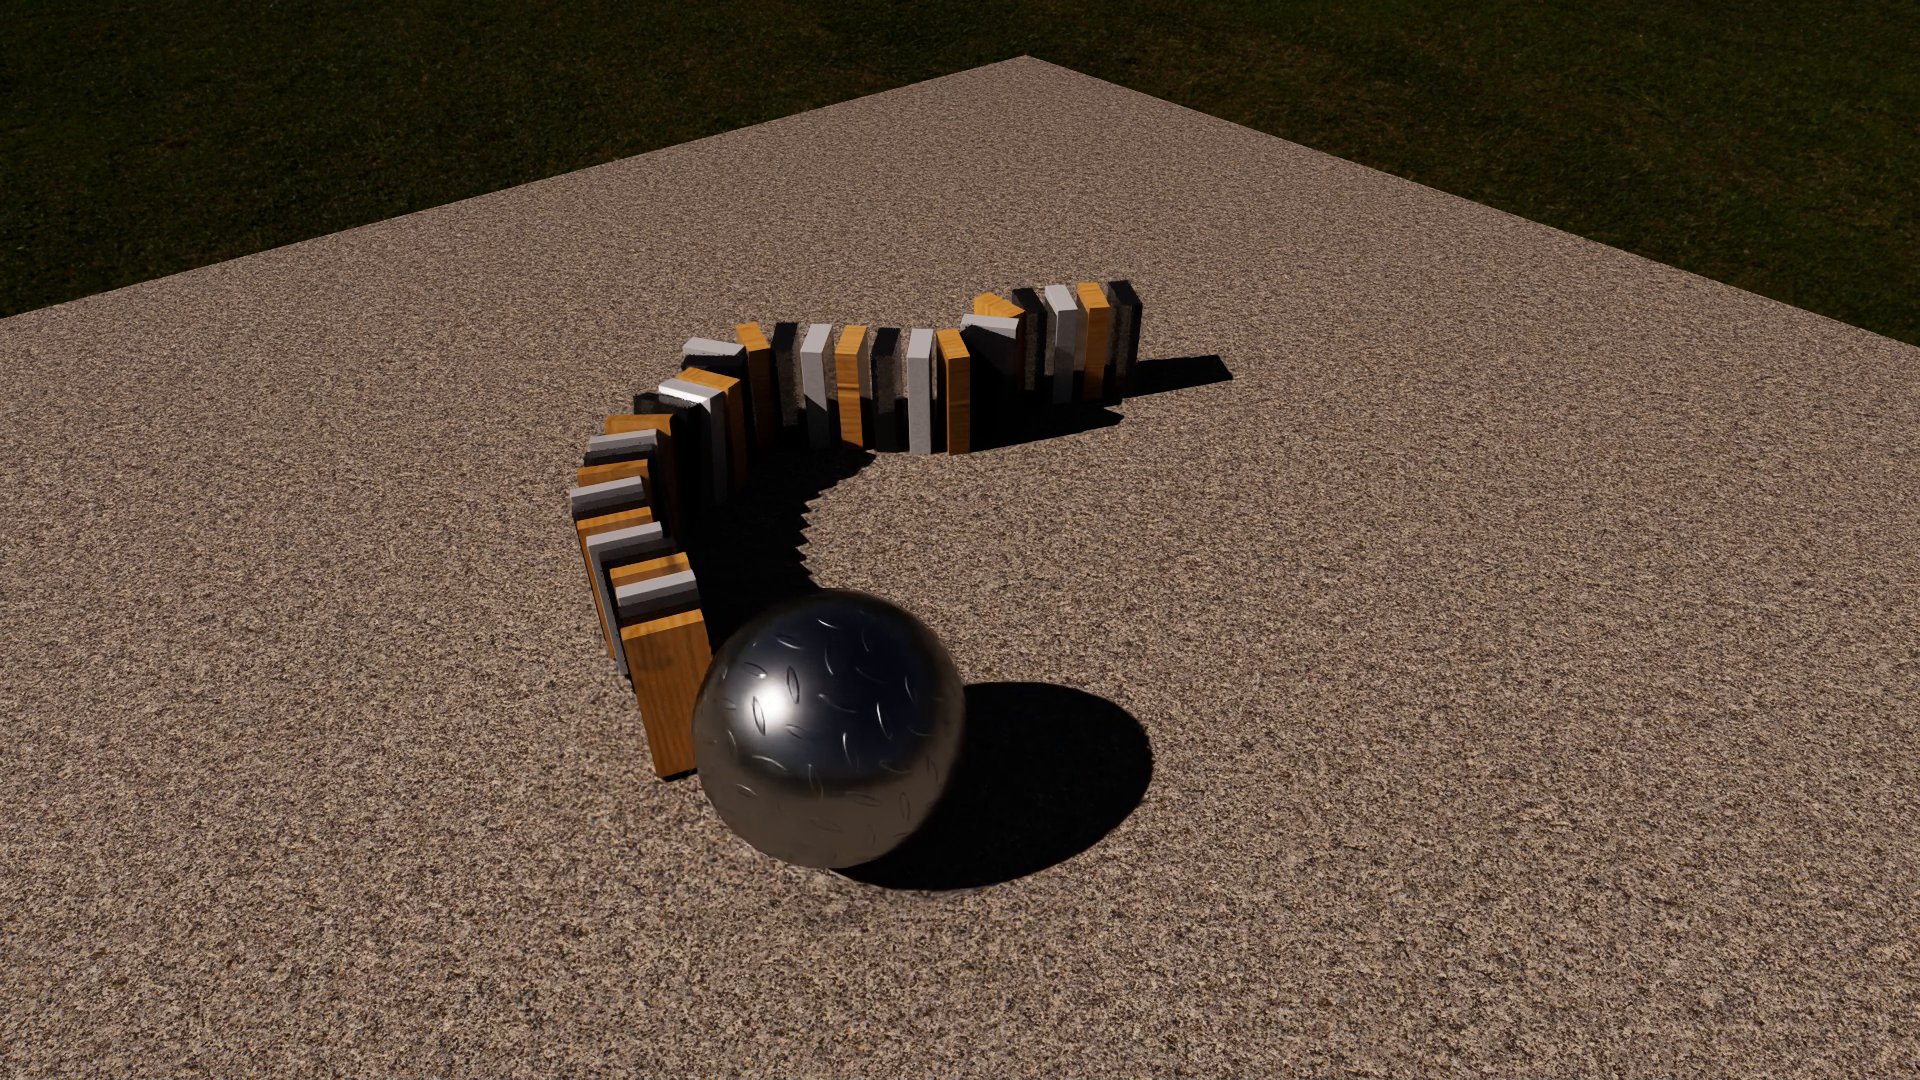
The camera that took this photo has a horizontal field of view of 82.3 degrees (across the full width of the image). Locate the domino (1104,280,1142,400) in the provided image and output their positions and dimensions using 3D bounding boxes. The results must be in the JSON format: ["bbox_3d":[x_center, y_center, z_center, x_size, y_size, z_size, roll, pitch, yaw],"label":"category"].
[{"bbox_3d":[0.077,-0.096,0.529,0.009,0.050,0.025,-6,40,-7],"label":"domino"}]

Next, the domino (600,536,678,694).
[{"bbox_3d":[-0.106,0.026,0.379,0.025,0.050,0.010,-13,23,-16],"label":"domino"}]

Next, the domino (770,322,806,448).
[{"bbox_3d":[-0.077,-0.070,0.497,0.009,0.050,0.025,1,39,-1],"label":"domino"}]

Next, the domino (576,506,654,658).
[{"bbox_3d":[-0.118,0.015,0.392,0.025,0.050,0.010,-13,23,-16],"label":"domino"}]

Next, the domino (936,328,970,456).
[{"bbox_3d":[-0.003,-0.066,0.492,0.009,0.050,0.025,-8,40,-10],"label":"domino"}]

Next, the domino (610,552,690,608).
[{"bbox_3d":[-0.100,0.031,0.373,0.025,0.050,0.009,-14,23,-16],"label":"domino"}]

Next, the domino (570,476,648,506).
[{"bbox_3d":[-0.125,0.003,0.407,0.025,0.050,0.009,-13,23,-16],"label":"domino"}]

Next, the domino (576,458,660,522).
[{"bbox_3d":[-0.126,-0.004,0.416,0.025,0.050,0.010,-9,22,-11],"label":"domino"}]

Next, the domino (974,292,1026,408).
[{"bbox_3d":[0.018,-0.089,0.520,0.010,0.050,0.025,-29,47,-30],"label":"domino"}]

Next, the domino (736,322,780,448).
[{"bbox_3d":[-0.091,-0.070,0.496,0.010,0.050,0.025,-14,41,-17],"label":"domino"}]

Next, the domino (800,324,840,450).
[{"bbox_3d":[-0.063,-0.069,0.496,0.009,0.050,0.025,3,39,4],"label":"domino"}]

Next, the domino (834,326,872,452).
[{"bbox_3d":[-0.047,-0.068,0.494,0.009,0.050,0.025,4,39,5],"label":"domino"}]

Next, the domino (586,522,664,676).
[{"bbox_3d":[-0.112,0.021,0.386,0.025,0.050,0.010,-13,23,-16],"label":"domino"}]

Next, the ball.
[{"bbox_3d":[-0.037,0.055,0.321,0.080,0.080,0.080,0,39,0],"label":"ball"}]

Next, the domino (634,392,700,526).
[{"bbox_3d":[-0.120,-0.033,0.452,0.025,0.050,0.009,13,24,16],"label":"domino"}]

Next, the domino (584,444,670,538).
[{"bbox_3d":[-0.127,-0.010,0.424,0.025,0.050,0.010,-9,22,-11],"label":"domino"}]

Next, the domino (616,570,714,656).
[{"bbox_3d":[-0.096,0.037,0.366,0.025,0.050,0.010,-14,23,-16],"label":"domino"}]

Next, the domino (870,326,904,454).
[{"bbox_3d":[-0.032,-0.067,0.493,0.009,0.050,0.025,4,39,5],"label":"domino"}]

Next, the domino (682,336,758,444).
[{"bbox_3d":[-0.106,-0.064,0.489,0.025,0.050,0.009,11,39,14],"label":"domino"}]

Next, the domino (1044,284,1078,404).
[{"bbox_3d":[0.047,-0.093,0.525,0.009,0.050,0.025,-6,40,-8],"label":"domino"}]

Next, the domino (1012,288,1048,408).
[{"bbox_3d":[0.032,-0.091,0.523,0.010,0.050,0.025,-9,40,-11],"label":"domino"}]

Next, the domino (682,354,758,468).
[{"bbox_3d":[-0.104,-0.056,0.479,0.025,0.050,0.009,2,37,2],"label":"domino"}]

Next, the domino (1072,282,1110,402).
[{"bbox_3d":[0.062,-0.095,0.527,0.009,0.050,0.025,-5,40,-6],"label":"domino"}]

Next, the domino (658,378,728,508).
[{"bbox_3d":[-0.111,-0.040,0.460,0.025,0.050,0.010,16,32,18],"label":"domino"}]

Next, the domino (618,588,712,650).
[{"bbox_3d":[-0.093,0.043,0.358,0.025,0.050,0.009,-14,23,-16],"label":"domino"}]

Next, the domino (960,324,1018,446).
[{"bbox_3d":[0.013,-0.070,0.496,0.025,0.050,0.010,24,45,26],"label":"domino"}]

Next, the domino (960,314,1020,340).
[{"bbox_3d":[0.013,-0.079,0.507,0.025,0.050,0.010,7,40,9],"label":"domino"}]

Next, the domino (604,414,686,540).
[{"bbox_3d":[-0.126,-0.025,0.441,0.025,0.050,0.009,-2,21,-2],"label":"domino"}]

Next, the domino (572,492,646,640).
[{"bbox_3d":[-0.122,0.010,0.399,0.025,0.050,0.010,-13,23,-16],"label":"domino"}]

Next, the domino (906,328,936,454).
[{"bbox_3d":[-0.017,-0.066,0.492,0.009,0.050,0.025,2,39,3],"label":"domino"}]

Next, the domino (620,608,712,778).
[{"bbox_3d":[-0.090,0.049,0.351,0.025,0.050,0.010,-14,23,-16],"label":"domino"}]

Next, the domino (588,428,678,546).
[{"bbox_3d":[-0.128,-0.017,0.432,0.025,0.050,0.010,-9,21,-11],"label":"domino"}]

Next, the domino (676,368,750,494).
[{"bbox_3d":[-0.105,-0.046,0.468,0.025,0.050,0.009,16,36,18],"label":"domino"}]
